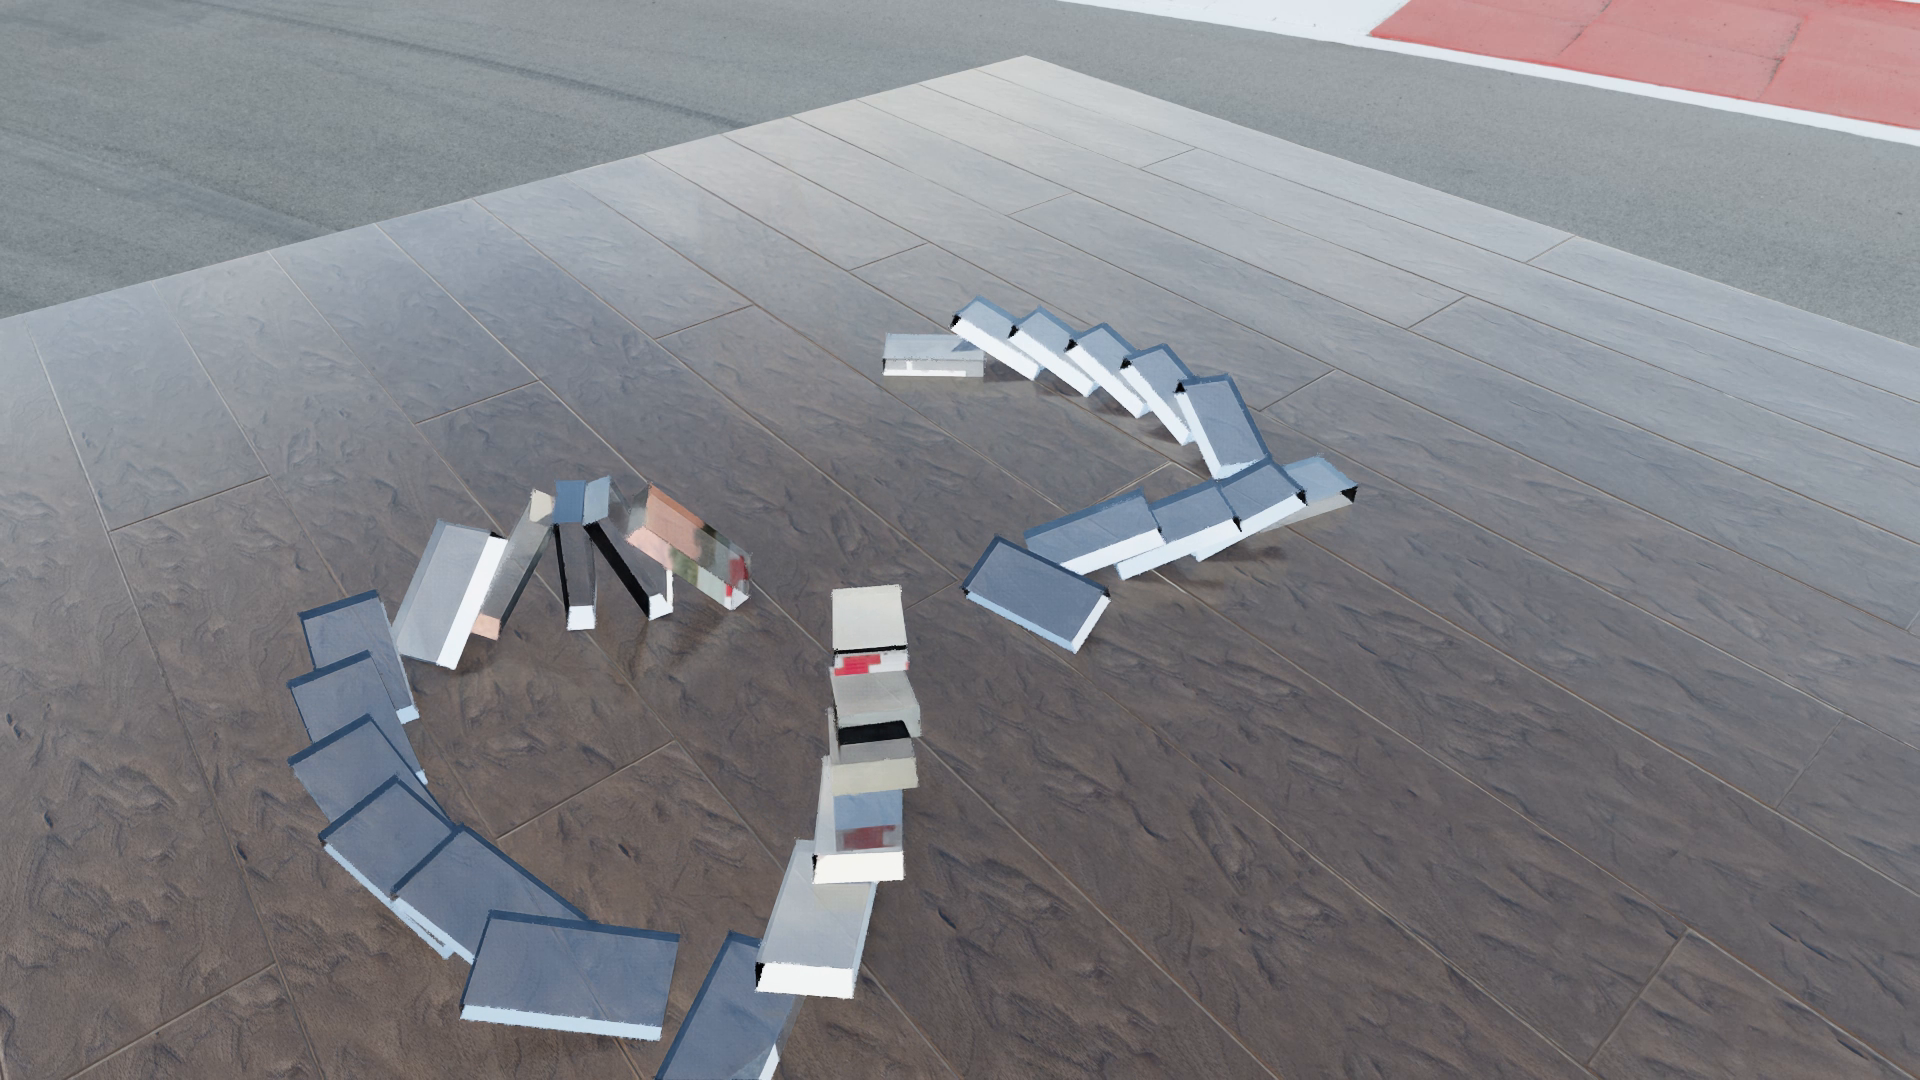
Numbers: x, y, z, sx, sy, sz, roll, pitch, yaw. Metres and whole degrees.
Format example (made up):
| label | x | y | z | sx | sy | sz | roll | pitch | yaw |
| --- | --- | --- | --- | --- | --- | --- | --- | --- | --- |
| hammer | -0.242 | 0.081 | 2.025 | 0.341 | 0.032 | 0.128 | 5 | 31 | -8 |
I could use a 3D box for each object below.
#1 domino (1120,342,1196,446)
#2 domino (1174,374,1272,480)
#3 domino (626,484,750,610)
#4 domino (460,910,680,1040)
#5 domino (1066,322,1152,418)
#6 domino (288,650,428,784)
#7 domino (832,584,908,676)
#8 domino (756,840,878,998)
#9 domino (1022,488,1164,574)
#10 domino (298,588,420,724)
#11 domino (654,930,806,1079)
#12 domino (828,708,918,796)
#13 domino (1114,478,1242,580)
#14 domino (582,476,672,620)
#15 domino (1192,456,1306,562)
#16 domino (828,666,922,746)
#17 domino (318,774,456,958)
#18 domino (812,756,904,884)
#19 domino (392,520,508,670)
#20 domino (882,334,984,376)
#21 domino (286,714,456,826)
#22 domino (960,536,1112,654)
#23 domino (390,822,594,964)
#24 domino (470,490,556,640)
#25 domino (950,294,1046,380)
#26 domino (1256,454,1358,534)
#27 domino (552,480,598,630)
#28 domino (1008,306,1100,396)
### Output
| label | x | y | z | sx | sy | sz | roll | pitch | yaw |
| --- | --- | --- | --- | --- | --- | --- | --- | --- | --- |
| domino | 0.100 | -0.069 | 0.515 | 0.025 | 0.010 | 0.050 | -23 | 63 | -25 |
| domino | 0.118 | -0.051 | 0.494 | 0.025 | 0.009 | 0.050 | -9 | 58 | -13 |
| domino | -0.101 | 0.003 | 0.412 | 0.010 | 0.050 | 0.025 | -36 | 35 | 20 |
| domino | -0.102 | 0.115 | 0.291 | 0.050 | 0.010 | 0.025 | 11 | 45 | -10 |
| domino | 0.078 | -0.083 | 0.532 | 0.025 | 0.010 | 0.050 | -31 | 67 | -32 |
| domino | -0.195 | 0.062 | 0.356 | 0.025 | 0.010 | 0.050 | -25 | 64 | -27 |
| domino | -0.033 | 0.031 | 0.394 | 0.025 | 0.009 | 0.050 | -4 | 22 | -5 |
| domino | -0.038 | 0.104 | 0.306 | 0.025 | 0.010 | 0.050 | 3 | 22 | 4 |
| domino | 0.052 | -0.001 | 0.432 | 0.050 | 0.010 | 0.025 | -20 | 41 | 3 |
| domino | -0.207 | 0.043 | 0.379 | 0.025 | 0.010 | 0.050 | -20 | 62 | -23 |
| domino | -0.059 | 0.129 | 0.286 | 0.025 | 0.009 | 0.050 | 11 | 41 | 13 |
| domino | -0.028 | 0.065 | 0.347 | 0.025 | 0.009 | 0.050 | -4 | 11 | -7 |
| domino | 0.083 | -0.005 | 0.437 | 0.050 | 0.009 | 0.025 | -22 | 42 | 2 |
| domino | -0.122 | 0.003 | 0.407 | 0.009 | 0.050 | 0.025 | -21 | 41 | 1 |
| domino | 0.112 | -0.013 | 0.448 | 0.050 | 0.010 | 0.025 | -27 | 44 | -5 |
| domino | -0.029 | 0.052 | 0.360 | 0.025 | 0.010 | 0.050 | -5 | 12 | -9 |
| domino | -0.156 | 0.093 | 0.317 | 0.050 | 0.009 | 0.025 | 35 | 49 | 11 |
| domino | -0.030 | 0.083 | 0.331 | 0.025 | 0.009 | 0.050 | -2 | 22 | -2 |
| domino | -0.186 | 0.019 | 0.398 | 0.025 | 0.009 | 0.050 | 10 | 72 | 19 |
| domino | -0.013 | -0.094 | 0.558 | 0.050 | 0.009 | 0.025 | 1 | 39 | 1 |
| domino | -0.178 | 0.079 | 0.334 | 0.050 | 0.009 | 0.025 | 43 | 53 | 17 |
| domino | 0.028 | 0.020 | 0.412 | 0.050 | 0.010 | 0.025 | 26 | 71 | 28 |
| domino | -0.129 | 0.104 | 0.305 | 0.050 | 0.009 | 0.025 | 33 | 47 | 9 |
| domino | -0.162 | 0.009 | 0.401 | 0.009 | 0.050 | 0.025 | 25 | 18 | -28 |
| domino | 0.023 | -0.103 | 0.557 | 0.050 | 0.010 | 0.025 | 33 | 47 | 9 |
| domino | 0.140 | -0.020 | 0.468 | 0.050 | 0.009 | 0.025 | -16 | 42 | -19 |
| domino | -0.141 | 0.006 | 0.404 | 0.010 | 0.050 | 0.025 | -3 | 39 | -14 |
| domino | 0.051 | -0.094 | 0.546 | 0.050 | 0.010 | 0.025 | 38 | 50 | 14 |
